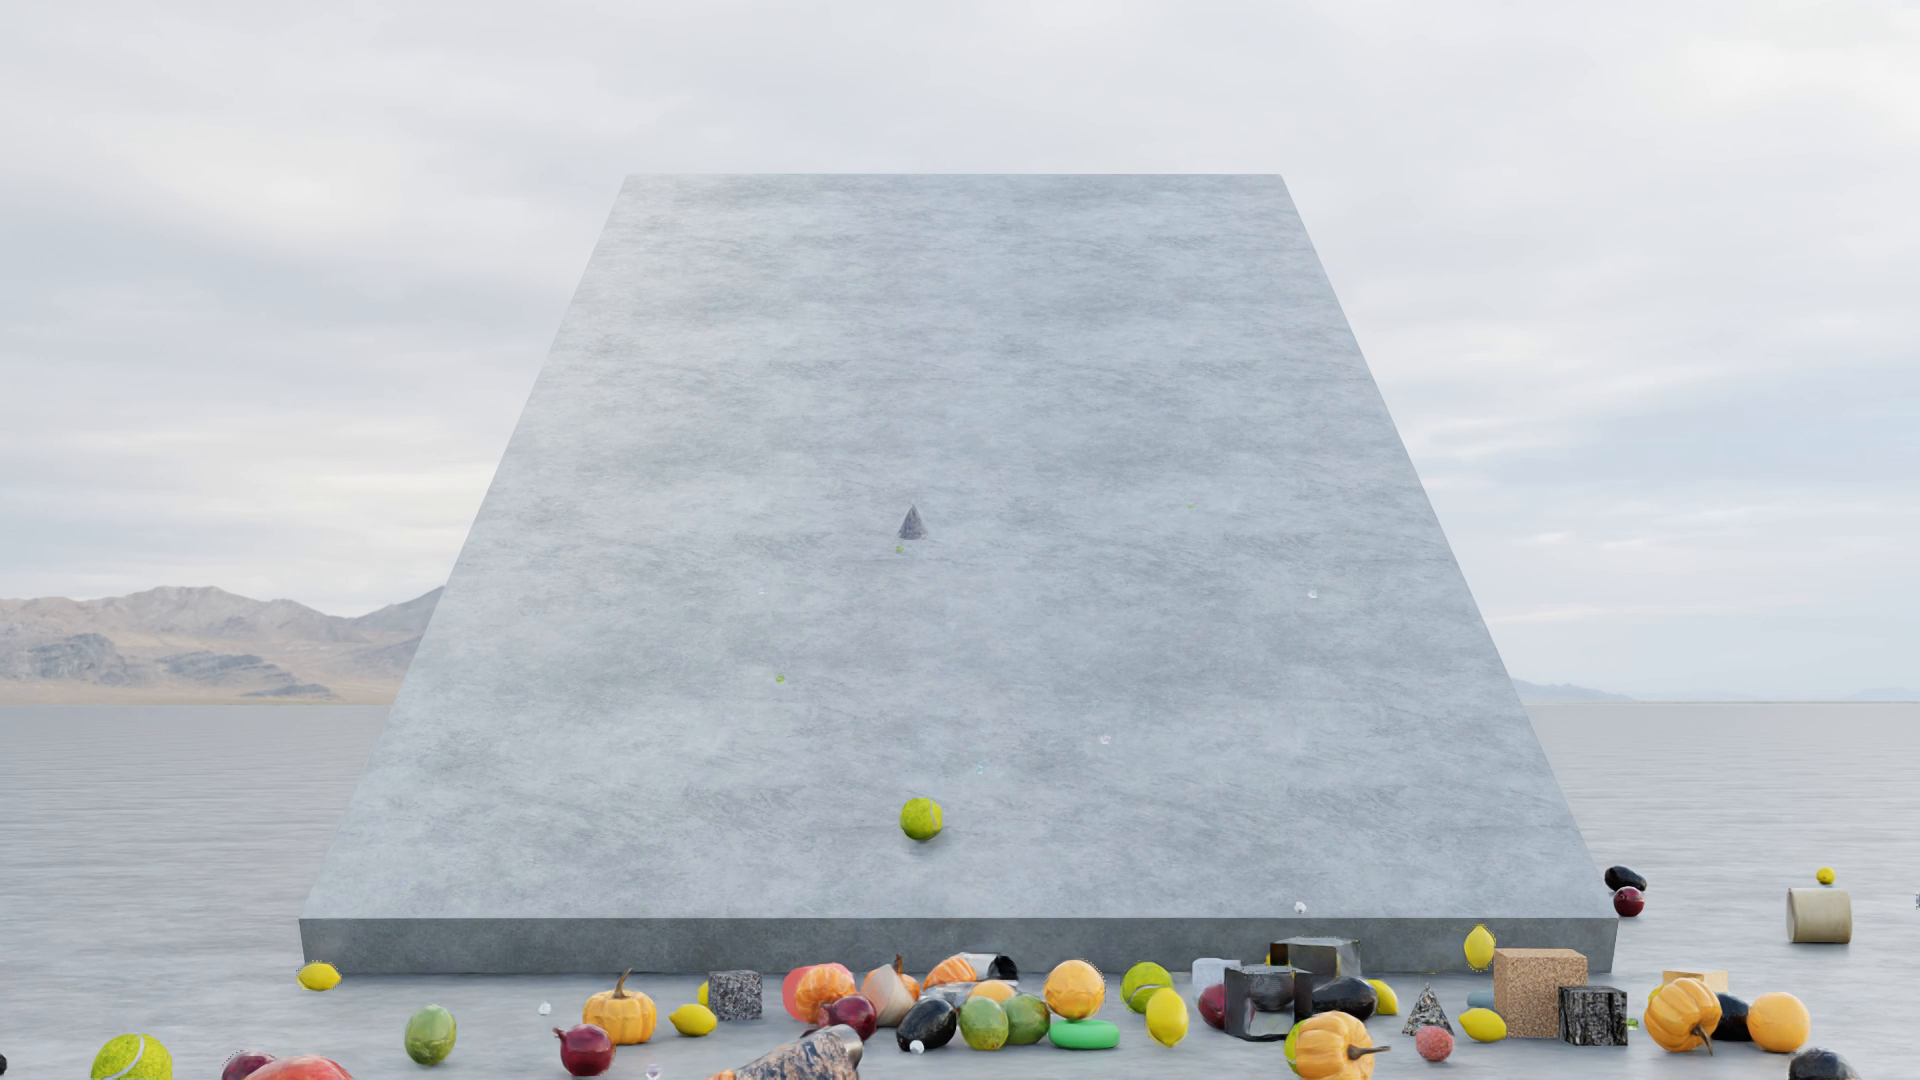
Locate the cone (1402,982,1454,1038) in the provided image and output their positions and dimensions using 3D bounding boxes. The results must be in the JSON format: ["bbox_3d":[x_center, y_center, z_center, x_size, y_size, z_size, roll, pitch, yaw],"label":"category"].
[{"bbox_3d":[0.587,0.586,2.941,0.065,0.065,0.065,0,-4,0],"label":"cone"}]

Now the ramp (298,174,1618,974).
[{"bbox_3d":[-0.009,-0.229,5.380,2.000,0.100,4.000,0,25,0],"label":"ramp"}]

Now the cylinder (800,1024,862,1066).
[{"bbox_3d":[-0.146,0.571,2.620,0.052,0.052,0.052,-3,-5,37],"label":"cylinder"}]

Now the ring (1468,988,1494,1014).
[{"bbox_3d":[0.722,0.620,3.149,0.080,0.027,0.080,-1,-4,0],"label":"ring"}]

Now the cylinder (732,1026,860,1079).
[{"bbox_3d":[-0.133,0.470,1.975,0.090,0.090,0.090,-23,3,-15],"label":"cylinder"}]

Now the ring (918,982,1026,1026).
[{"bbox_3d":[0.016,0.604,3.056,0.139,0.046,0.139,0,-5,0],"label":"ring"}]

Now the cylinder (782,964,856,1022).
[{"bbox_3d":[-0.186,0.594,3.078,0.069,0.069,0.069,-3,-5,34],"label":"cylinder"}]

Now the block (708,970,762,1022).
[{"bbox_3d":[-0.297,0.600,3.089,0.058,0.058,0.058,1,-4,-21],"label":"block"}]

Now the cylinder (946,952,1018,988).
[{"bbox_3d":[0.030,0.601,3.203,0.070,0.070,0.070,-4,-6,39],"label":"cylinder"}]

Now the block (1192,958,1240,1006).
[{"bbox_3d":[0.354,0.610,3.229,0.058,0.058,0.058,-1,-4,16],"label":"block"}]

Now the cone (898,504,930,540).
[{"bbox_3d":[-0.095,-0.044,4.784,0.068,0.068,0.068,0,25,0],"label":"cone"}]

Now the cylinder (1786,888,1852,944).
[{"bbox_3d":[1.476,0.647,4.028,0.093,0.093,0.093,-2,-4,11],"label":"cylinder"}]

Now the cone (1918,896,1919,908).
[{"bbox_3d":[1.877,0.710,4.496,0.064,0.064,0.064,-1,23,12],"label":"cone"}]

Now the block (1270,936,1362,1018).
[{"bbox_3d":[0.479,0.587,3.151,0.093,0.093,0.093,-2,-5,30],"label":"block"}]

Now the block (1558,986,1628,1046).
[{"bbox_3d":[0.774,0.582,2.867,0.064,0.064,0.064,0,-4,-4],"label":"block"}]

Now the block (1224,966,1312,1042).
[{"bbox_3d":[0.383,0.576,2.916,0.082,0.082,0.082,1,-4,-16],"label":"block"}]

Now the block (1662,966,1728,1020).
[{"bbox_3d":[0.972,0.599,3.096,0.060,0.060,0.060,4,-5,-43],"label":"block"}]

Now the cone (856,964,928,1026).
[{"bbox_3d":[-0.074,0.605,3.015,0.087,0.087,0.087,32,-17,-21],"label":"cone"}]

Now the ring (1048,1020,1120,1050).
[{"bbox_3d":[0.150,0.598,2.831,0.087,0.029,0.087,1,-4,0],"label":"ring"}]

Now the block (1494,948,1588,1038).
[{"bbox_3d":[0.731,0.570,2.953,0.099,0.099,0.099,0,-4,3],"label":"block"}]
